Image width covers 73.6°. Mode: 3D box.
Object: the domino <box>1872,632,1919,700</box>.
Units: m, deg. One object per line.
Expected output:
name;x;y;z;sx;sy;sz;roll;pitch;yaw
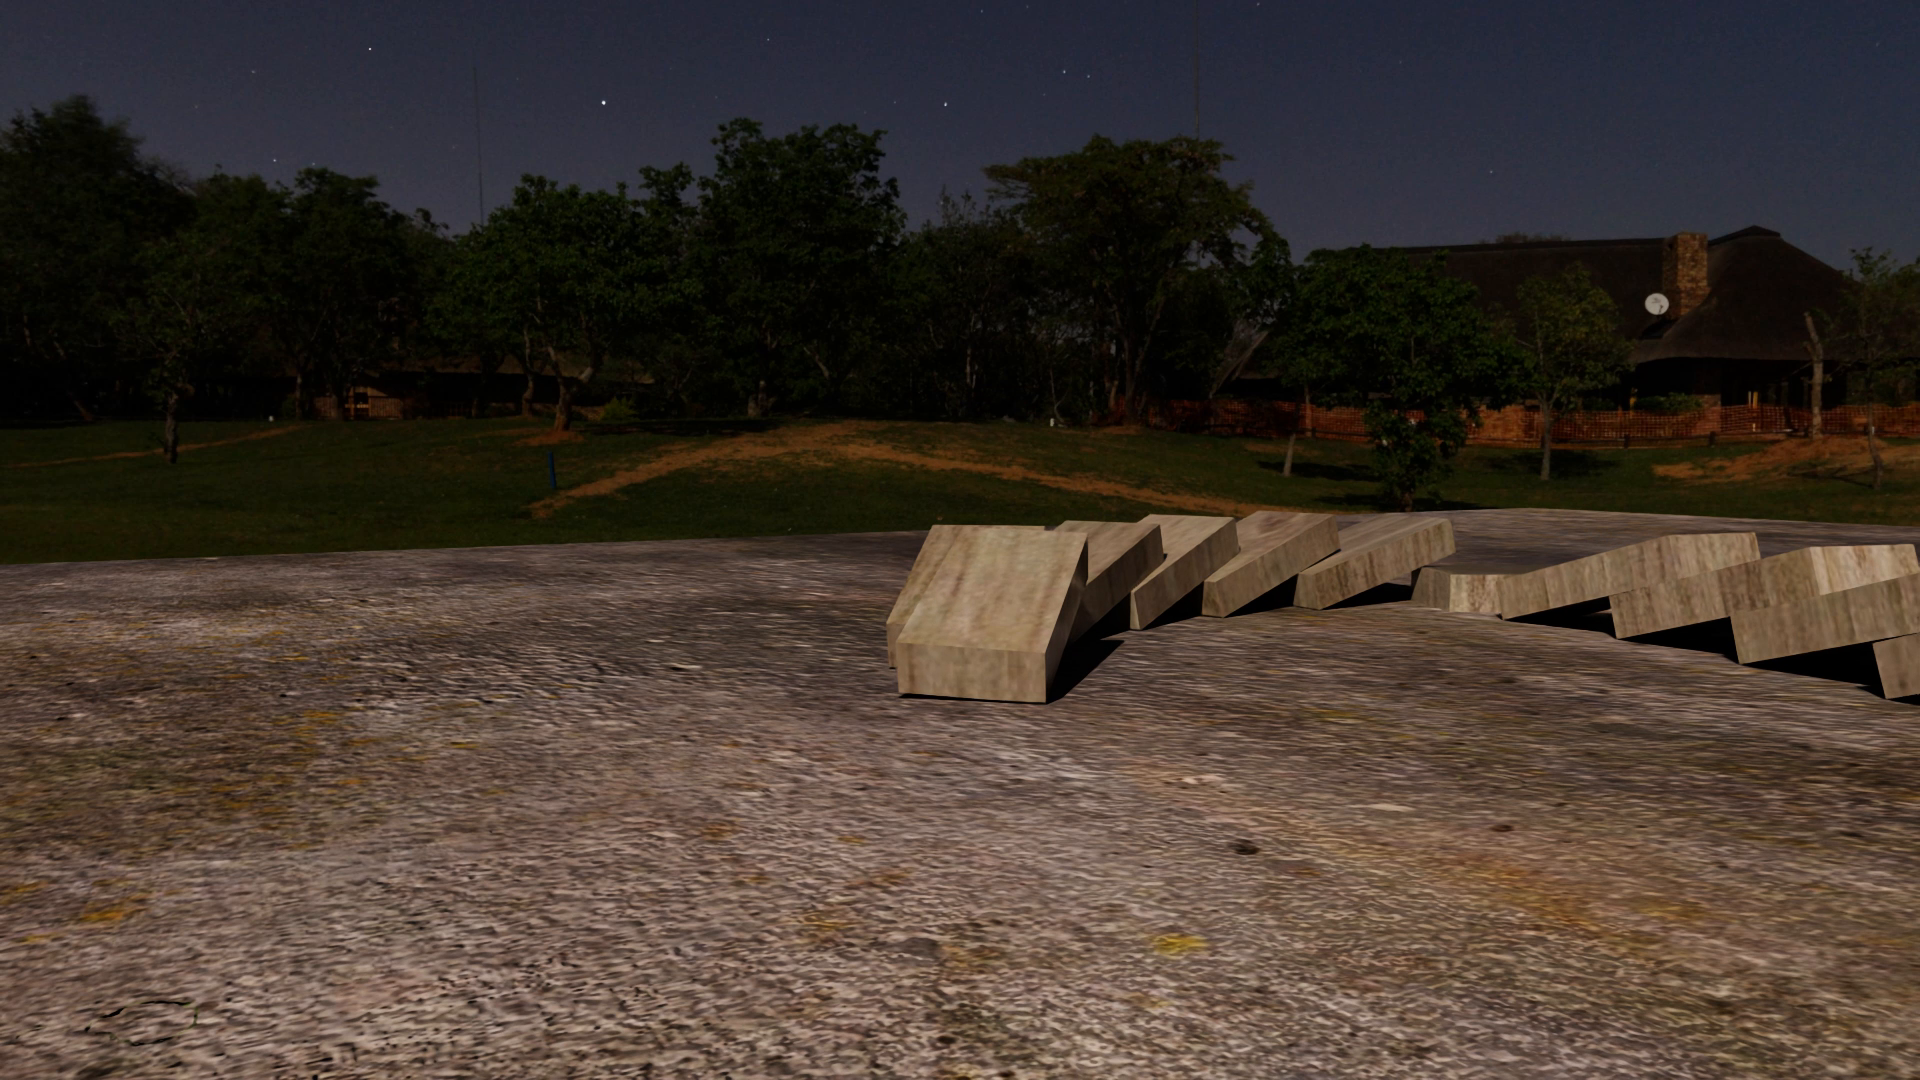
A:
domino;0.171;0.015;0.194;0.025;0.009;0.050;-1;-15;-11

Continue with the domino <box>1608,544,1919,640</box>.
domino;0.161;0.011;0.260;0.025;0.010;0.050;-1;-13;-16

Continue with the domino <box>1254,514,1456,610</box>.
domino;0.107;0.005;0.349;0.050;0.009;0.025;-19;12;-24

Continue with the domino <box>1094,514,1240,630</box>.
domino;0.046;0.007;0.316;0.025;0.010;0.050;3;23;39

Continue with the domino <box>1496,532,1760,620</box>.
domino;0.151;0.009;0.293;0.025;0.009;0.050;-2;-12;-20

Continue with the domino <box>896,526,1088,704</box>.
domino;0.007;0.012;0.233;0.025;0.009;0.050;3;24;13

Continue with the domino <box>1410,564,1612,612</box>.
domino;0.148;0.012;0.338;0.050;0.009;0.025;0;4;-2

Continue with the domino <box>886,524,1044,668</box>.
domino;0.003;0.011;0.262;0.025;0.009;0.050;1;22;9

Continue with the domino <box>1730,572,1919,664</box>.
domino;0.167;0.014;0.227;0.025;0.010;0.050;-1;-13;-11

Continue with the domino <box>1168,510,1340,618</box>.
domino;0.074;0.005;0.336;0.050;0.009;0.025;-25;18;-35

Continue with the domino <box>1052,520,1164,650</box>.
domino;0.024;0.009;0.290;0.025;0.009;0.050;3;22;34
